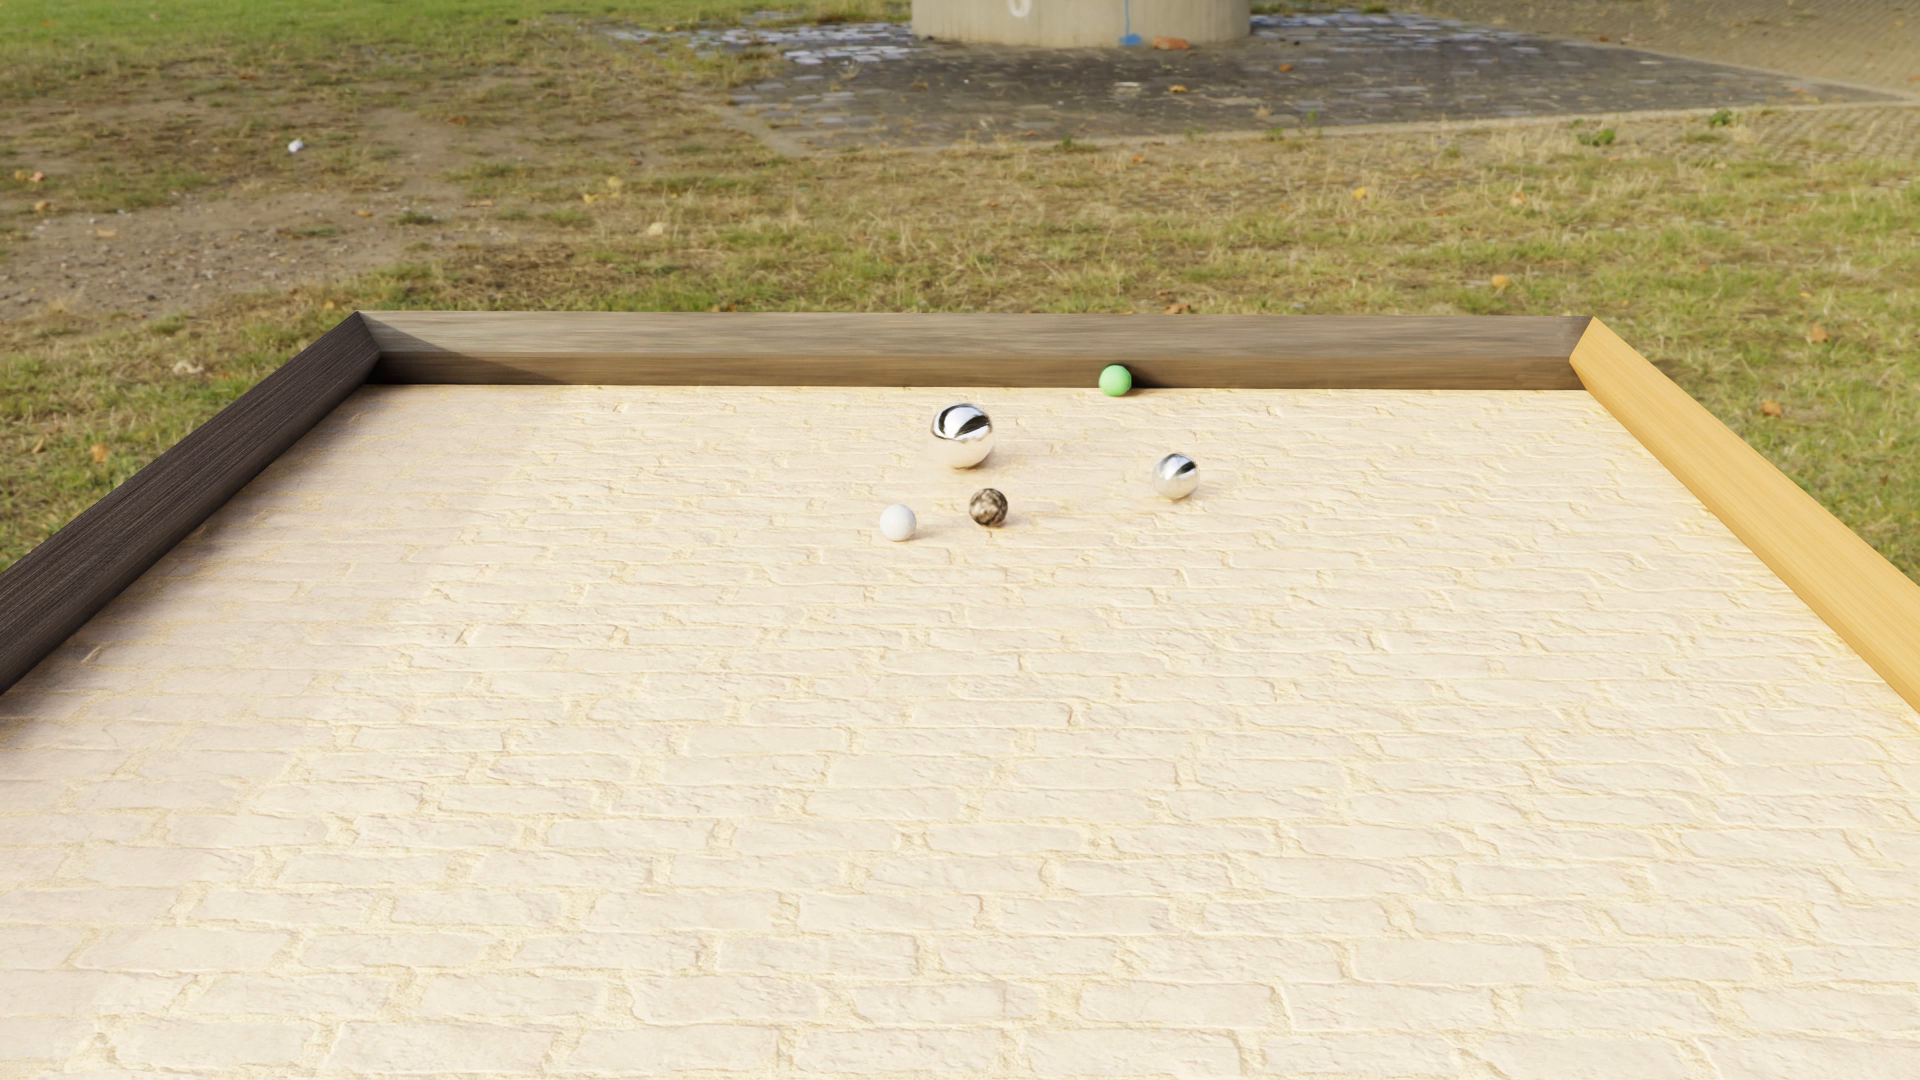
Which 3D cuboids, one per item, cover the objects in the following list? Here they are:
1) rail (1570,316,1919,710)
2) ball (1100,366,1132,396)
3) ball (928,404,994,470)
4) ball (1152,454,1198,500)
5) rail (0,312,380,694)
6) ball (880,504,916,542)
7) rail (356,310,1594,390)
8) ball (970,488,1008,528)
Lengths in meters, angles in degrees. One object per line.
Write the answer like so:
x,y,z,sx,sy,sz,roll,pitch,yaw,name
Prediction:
0.934,0.249,1.784,0.045,0.118,3.538,0,18,1,rail
0.244,-0.249,3.439,0.050,0.050,0.050,0,18,0,ball
0.002,-0.144,3.047,0.091,0.091,0.091,0,18,0,ball
0.284,-0.083,2.908,0.061,0.061,0.061,0,18,0,ball
-0.972,0.237,1.823,0.045,0.118,3.538,0,18,1,rail
-0.077,-0.022,2.742,0.047,0.047,0.047,0,18,0,ball
0.019,-0.294,3.463,1.954,0.118,0.045,0,18,1,rail
0.036,-0.041,2.797,0.050,0.050,0.050,0,18,0,ball
